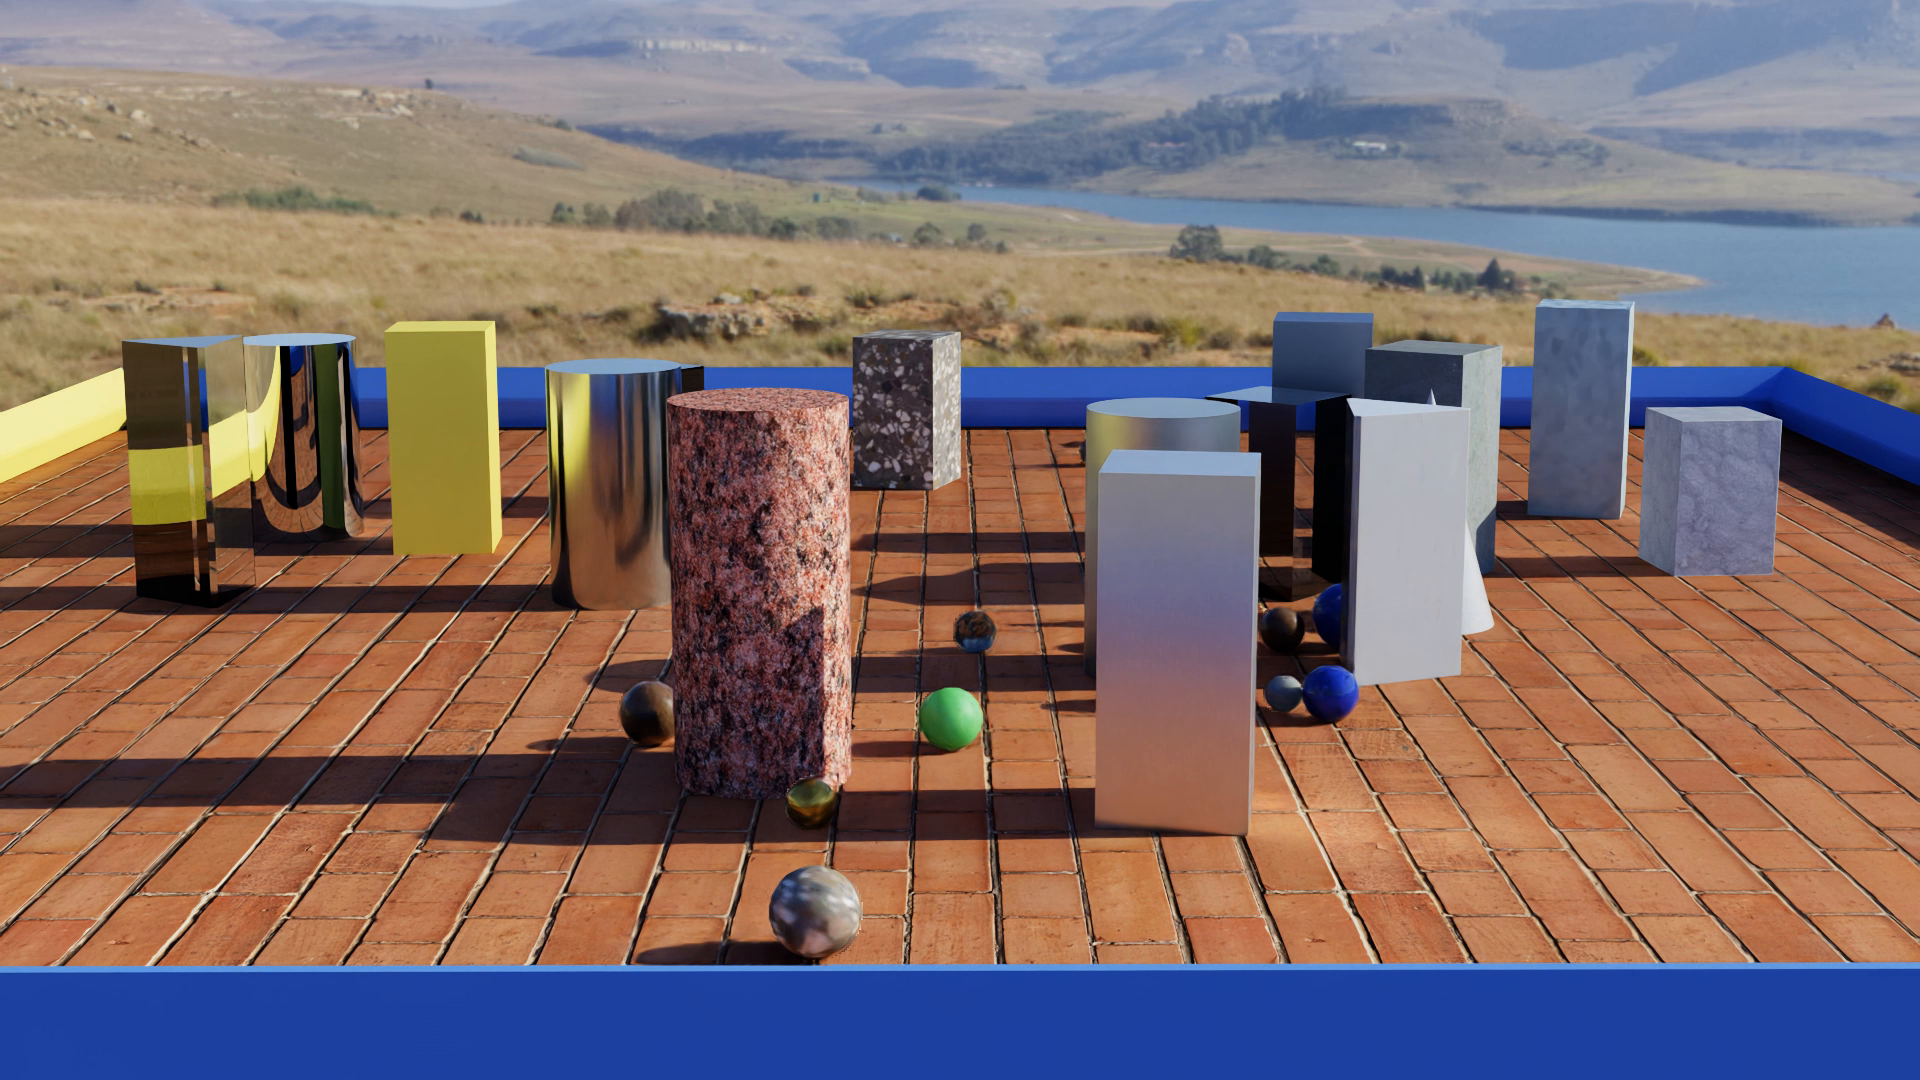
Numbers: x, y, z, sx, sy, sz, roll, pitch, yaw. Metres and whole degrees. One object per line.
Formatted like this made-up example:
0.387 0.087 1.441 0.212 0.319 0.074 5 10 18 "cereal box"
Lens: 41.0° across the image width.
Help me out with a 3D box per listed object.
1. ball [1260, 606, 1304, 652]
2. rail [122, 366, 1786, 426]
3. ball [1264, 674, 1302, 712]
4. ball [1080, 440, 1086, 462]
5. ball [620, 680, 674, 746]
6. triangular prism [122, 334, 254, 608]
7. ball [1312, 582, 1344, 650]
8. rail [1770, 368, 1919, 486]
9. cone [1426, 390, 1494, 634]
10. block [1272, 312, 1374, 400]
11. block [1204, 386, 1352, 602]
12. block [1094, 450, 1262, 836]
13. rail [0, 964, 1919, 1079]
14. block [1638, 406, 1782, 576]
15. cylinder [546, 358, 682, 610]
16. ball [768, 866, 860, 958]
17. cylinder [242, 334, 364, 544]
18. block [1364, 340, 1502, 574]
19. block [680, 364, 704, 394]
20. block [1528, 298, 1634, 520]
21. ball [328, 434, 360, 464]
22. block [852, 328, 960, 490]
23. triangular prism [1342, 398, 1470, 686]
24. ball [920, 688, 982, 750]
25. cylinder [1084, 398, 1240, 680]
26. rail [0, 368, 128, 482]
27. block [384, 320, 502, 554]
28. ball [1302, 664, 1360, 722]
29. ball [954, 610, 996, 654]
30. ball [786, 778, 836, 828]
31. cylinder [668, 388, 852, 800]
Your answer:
0.401 0.111 3.196 0.056 0.056 0.056 0 11 0 "ball"
-0.010 -0.283 5.123 3.334 0.118 0.045 0 11 0 "rail"
0.366 0.173 2.899 0.042 0.042 0.042 0 11 0 "ball"
0.242 -0.160 4.656 0.051 0.051 0.051 0 11 0 "ball"
-0.332 0.186 2.759 0.069 0.069 0.069 0 11 0 "ball"
-1.029 -0.100 3.515 0.158 0.352 0.137 7 13 33 "triangular prism"
0.483 0.095 3.205 0.084 0.084 0.084 0 11 0 "ball"
1.643 0.029 3.459 0.045 0.118 3.451 0 11 0 "rail"
0.609 -0.045 3.344 0.182 0.307 0.182 0 11 0 "cone"
0.551 -0.169 3.909 0.146 0.342 0.146 2 11 9 "block"
0.439 -0.067 3.562 0.146 0.270 0.146 8 13 38 "block"
0.212 0.096 2.487 0.146 0.346 0.146 2 11 8 "block"
0.010 0.344 1.777 3.334 0.118 0.045 0 11 0 "rail"
1.085 -0.072 3.719 0.146 0.223 0.146 -1 11 -5 "block"
-0.468 -0.078 3.493 0.182 0.318 0.182 0 11 0 "cylinder"
-0.119 0.305 2.107 0.075 0.075 0.075 0 11 0 "ball"
-1.021 -0.160 3.970 0.182 0.302 0.182 0 11 0 "cylinder"
0.671 -0.113 3.659 0.146 0.325 0.146 7 13 32 "block"
-0.522 -0.169 4.216 0.146 0.231 0.146 8 13 35 "block"
1.010 -0.215 4.173 0.146 0.337 0.146 3 11 17 "block"
-1.122 -0.166 4.670 0.056 0.056 0.056 0 11 0 "ball"
-0.091 -0.229 4.459 0.146 0.258 0.146 4 11 18 "block"
0.501 -0.002 3.079 0.158 0.321 0.137 -5 12 -24 "triangular prism"
-0.010 0.191 2.740 0.067 0.067 0.067 0 11 0 "ball"
0.241 0.001 3.067 0.182 0.320 0.182 0 11 0 "cylinder"
-1.643 0.032 3.441 0.045 0.118 3.451 0 11 0 "rail"
-0.776 -0.156 3.867 0.146 0.333 0.146 -1 11 -4 "block"
0.412 0.170 2.858 0.064 0.064 0.064 0 11 0 "ball"
0.019 0.114 3.187 0.053 0.053 0.053 0 11 0 "ball"
-0.143 0.252 2.461 0.048 0.048 0.048 0 11 0 "ball"
-0.203 0.050 2.613 0.182 0.390 0.182 0 11 0 "cylinder"
